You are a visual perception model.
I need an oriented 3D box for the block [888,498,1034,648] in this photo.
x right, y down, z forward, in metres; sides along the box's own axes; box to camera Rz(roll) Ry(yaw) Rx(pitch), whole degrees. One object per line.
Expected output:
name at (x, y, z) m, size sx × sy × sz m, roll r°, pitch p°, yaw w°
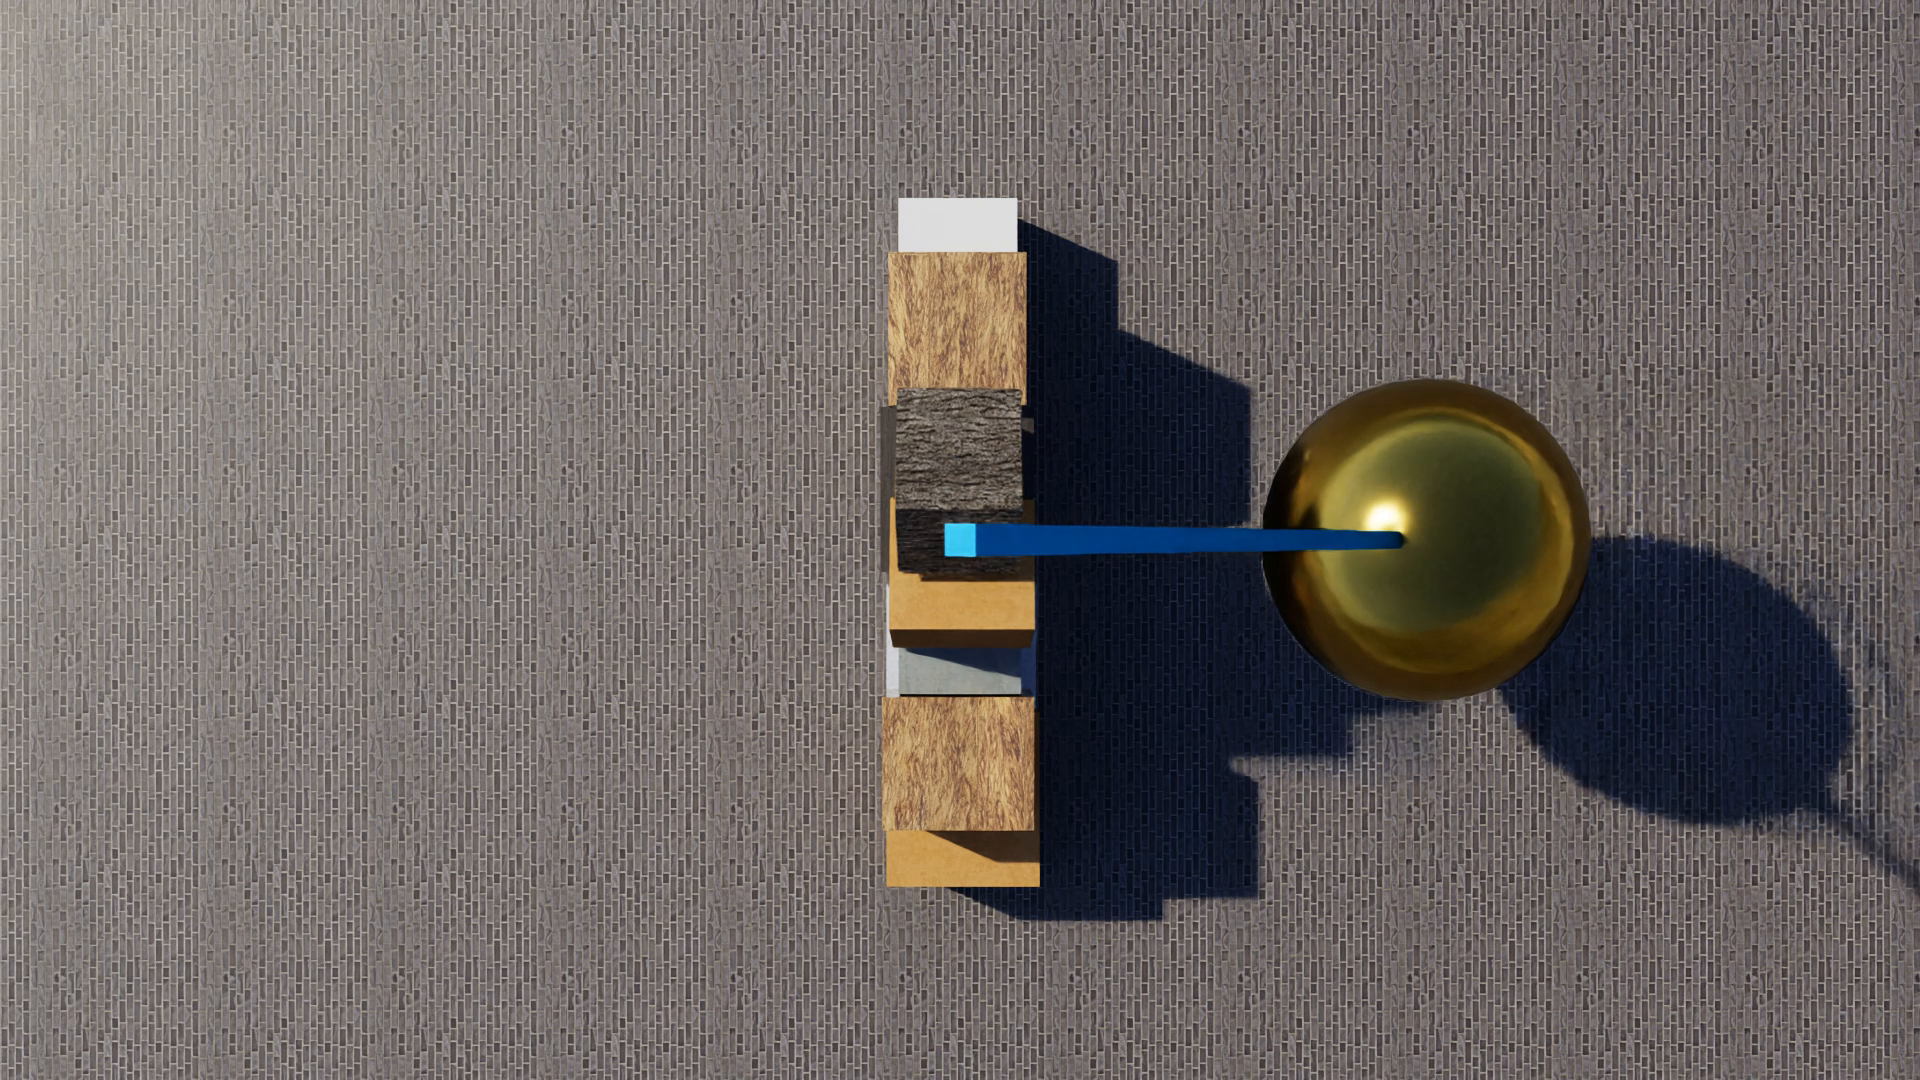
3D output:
block at (0.011, 0.179, 11.211) m, size 0.717 × 0.703 × 0.654 m, roll 0°, pitch 80°, yaw 0°

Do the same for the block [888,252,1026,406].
block at (-0.014, -1.107, 11.888) m, size 0.720 × 0.850 × 0.800 m, roll 0°, pitch 91°, yaw 0°

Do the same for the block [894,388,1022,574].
block at (-0.006, -0.281, 10.597) m, size 0.589 × 0.645 × 0.655 m, roll 0°, pitch 62°, yaw 0°

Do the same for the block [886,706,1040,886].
block at (0.018, 1.434, 12.572) m, size 0.844 × 0.856 × 0.961 m, roll 0°, pitch 90°, yaw 0°

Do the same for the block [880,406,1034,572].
block at (-0.015, -0.268, 11.980) m, size 0.811 × 0.725 × 0.872 m, roll 0°, pitch 90°, yaw 0°

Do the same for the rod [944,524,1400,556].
rod at (0.994, 0.000, 7.734) m, size 0.080 × 5.200 × 0.080 m, roll 0°, pitch 90°, yaw 22°

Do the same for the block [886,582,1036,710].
block at (0.008, 0.594, 12.634) m, size 0.834 × 0.732 × 0.699 m, roll 0°, pitch 90°, yaw 0°

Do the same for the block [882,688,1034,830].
block at (-0.010, 1.167, 11.801) m, size 0.793 × 0.686 × 0.693 m, roll 0°, pitch 90°, yaw 0°

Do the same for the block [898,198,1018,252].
block at (-0.012, -1.555, 12.656) m, size 0.664 × 0.688 × 0.719 m, roll 0°, pitch 90°, yaw 0°

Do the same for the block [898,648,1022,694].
block at (-0.001, 0.495, 11.918) m, size 0.644 × 0.700 × 0.632 m, roll 0°, pitch 90°, yaw 0°

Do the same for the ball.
ball at (2.295, 0.000, 10.876) m, size 1.600 × 1.600 × 1.600 m, roll 0°, pitch 90°, yaw 0°
